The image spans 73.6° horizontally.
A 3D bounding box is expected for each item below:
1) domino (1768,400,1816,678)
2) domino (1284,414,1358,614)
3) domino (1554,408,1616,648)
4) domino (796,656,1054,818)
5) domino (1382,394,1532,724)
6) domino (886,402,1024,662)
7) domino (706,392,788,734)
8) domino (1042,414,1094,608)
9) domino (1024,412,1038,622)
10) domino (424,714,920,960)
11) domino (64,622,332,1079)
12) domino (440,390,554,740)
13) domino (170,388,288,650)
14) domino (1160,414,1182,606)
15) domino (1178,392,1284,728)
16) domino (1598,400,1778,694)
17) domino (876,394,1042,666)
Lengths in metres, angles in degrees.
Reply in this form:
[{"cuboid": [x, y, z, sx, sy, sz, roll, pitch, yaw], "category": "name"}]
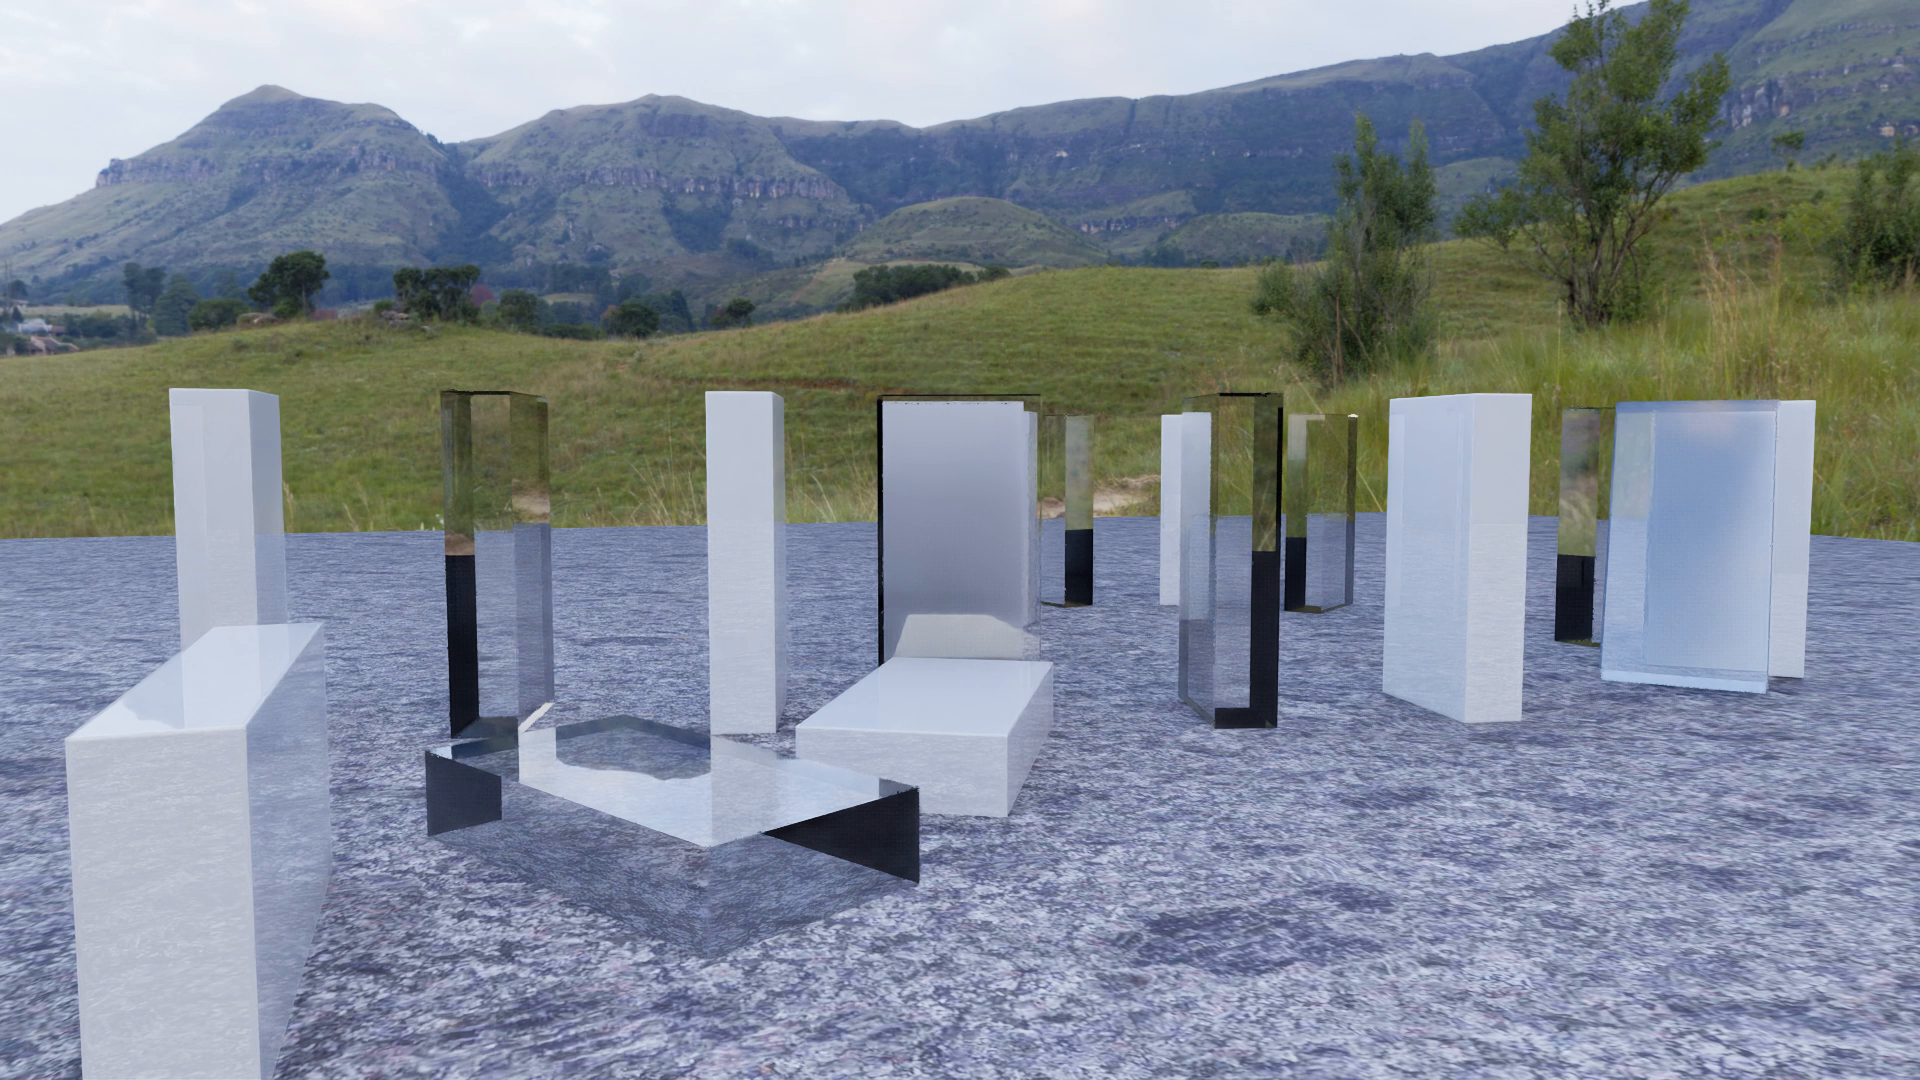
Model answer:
[{"cuboid": [0.143, -0.001, 0.240, 0.025, 0.050, 0.009, 2, 3, 24], "category": "domino"}, {"cuboid": [0.094, -0.007, 0.332, 0.009, 0.050, 0.025, 3, 5, 35], "category": "domino"}, {"cuboid": [0.142, -0.003, 0.276, 0.025, 0.050, 0.009, -2, 5, -23], "category": "domino"}, {"cuboid": [-0.003, 0.025, 0.173, 0.025, 0.009, 0.050, 1, 4, 10], "category": "domino"}, {"cuboid": [0.079, 0.002, 0.207, 0.009, 0.050, 0.025, -1, 4, -10], "category": "domino"}, {"cuboid": [-0.001, 0.000, 0.238, 0.025, 0.050, 0.009, 0, 4, -1], "category": "domino"}, {"cuboid": [-0.033, 0.003, 0.199, 0.009, 0.050, 0.025, 0, 4, -4], "category": "domino"}, {"cuboid": [0.024, -0.008, 0.344, 0.010, 0.050, 0.025, -3, 5, -34], "category": "domino"}, {"cuboid": [0.006, -0.006, 0.312, 0.025, 0.050, 0.009, 1, 4, 16], "category": "domino"}, {"cuboid": [-0.031, 0.028, 0.131, 0.050, 0.010, 0.025, 4, 6, 42], "category": "domino"}, {"cuboid": [-0.058, 0.022, 0.102, 0.009, 0.025, 0.050, -2, 5, -21], "category": "domino"}, {"cuboid": [-0.070, 0.003, 0.196, 0.009, 0.050, 0.025, 0, 4, -6], "category": "domino"}, {"cuboid": [-0.107, 0.003, 0.189, 0.009, 0.050, 0.025, -2, 5, -19], "category": "domino"}, {"cuboid": [0.060, -0.009, 0.349, 0.009, 0.050, 0.025, 1, 4, 13], "category": "domino"}, {"cuboid": [0.042, 0.002, 0.203, 0.009, 0.050, 0.025, 0, 4, -3], "category": "domino"}, {"cuboid": [0.129, 0.000, 0.227, 0.025, 0.050, 0.009, 3, -15, 31], "category": "domino"}, {"cuboid": [0.000, 0.002, 0.202, 0.025, 0.050, 0.009, 0, 4, 5], "category": "domino"}]
